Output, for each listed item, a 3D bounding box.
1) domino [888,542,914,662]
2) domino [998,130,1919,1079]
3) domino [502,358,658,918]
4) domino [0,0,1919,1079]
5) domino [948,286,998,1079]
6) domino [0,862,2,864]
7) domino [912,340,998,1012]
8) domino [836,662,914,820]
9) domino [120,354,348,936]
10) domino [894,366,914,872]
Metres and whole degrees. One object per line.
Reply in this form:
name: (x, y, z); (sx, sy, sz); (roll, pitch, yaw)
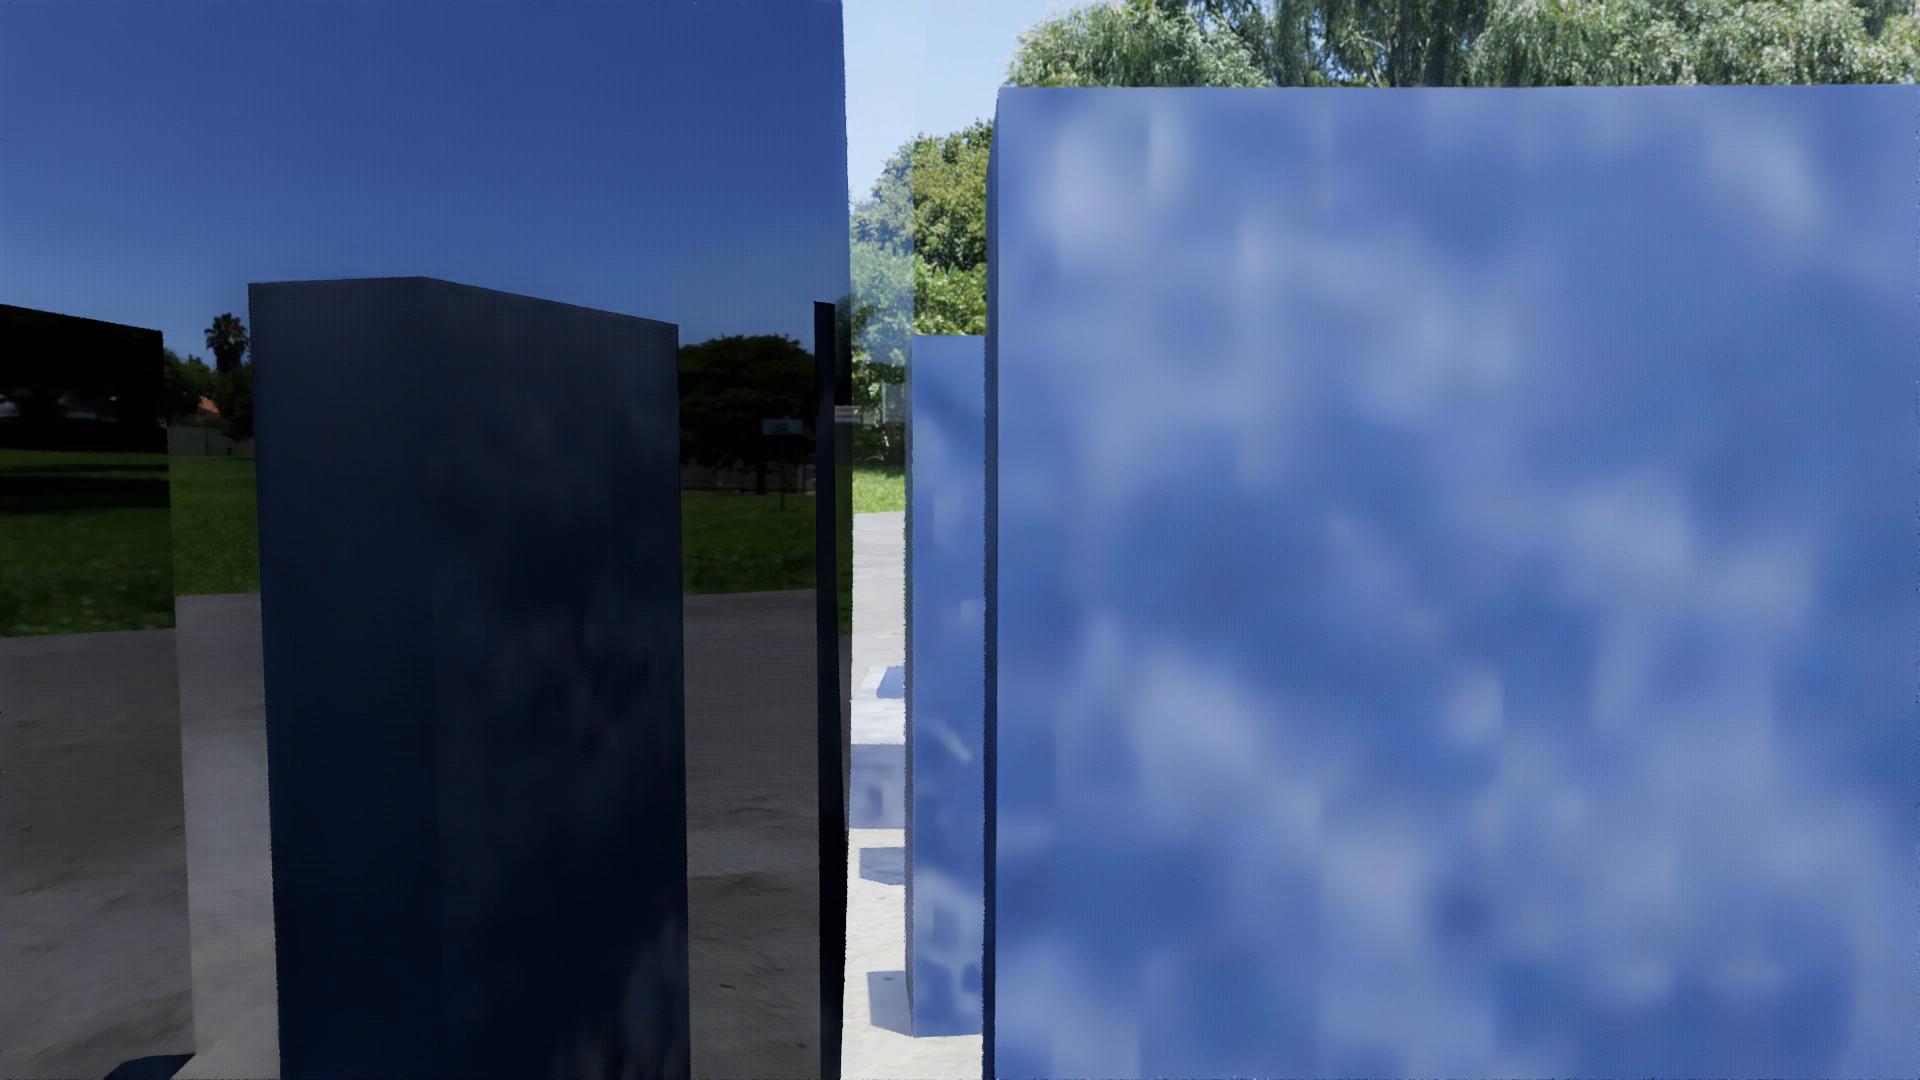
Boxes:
domino: (0.003, 0.013, 0.194); (0.025, 0.009, 0.050); (1, -20, 0)
domino: (0.014, 0.015, 0.037); (0.025, 0.050, 0.009); (0, 4, -1)
domino: (-0.037, 0.008, 0.127); (0.009, 0.050, 0.025); (0, 4, -6)
domino: (0.012, 0.017, 0.006); (0.025, 0.050, 0.009); (1, 4, 8)
domino: (0.012, 0.012, 0.069); (0.025, 0.050, 0.010); (0, 4, -5)
domino: (-0.098, 0.009, 0.115); (0.010, 0.050, 0.025); (-1, 4, -15)
domino: (0.009, 0.010, 0.100); (0.025, 0.050, 0.009); (0, 4, -6)
domino: (-0.001, 0.025, 0.170); (0.025, 0.010, 0.050); (0, 4, 2)
domino: (-0.068, 0.008, 0.122); (0.009, 0.050, 0.025); (-1, 4, -10)
domino: (0.006, 0.008, 0.131); (0.025, 0.050, 0.009); (0, 4, -4)
